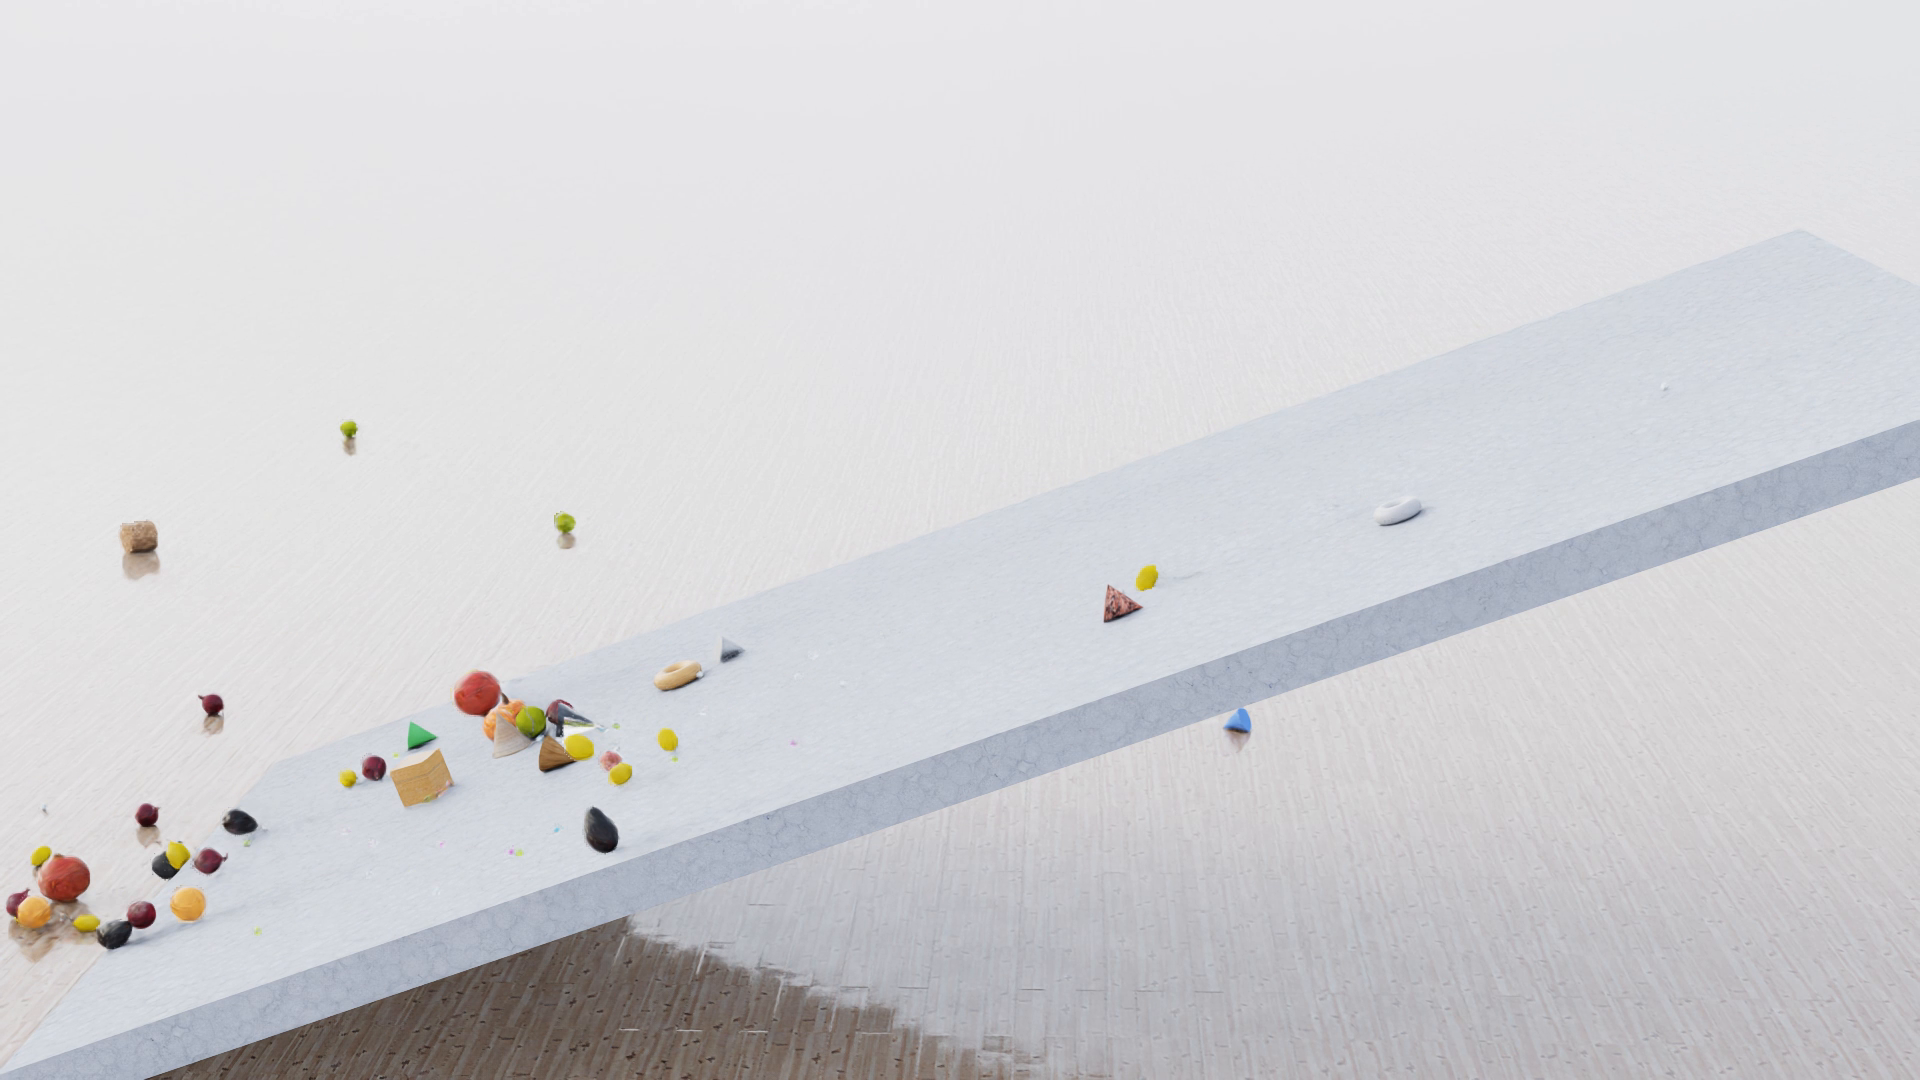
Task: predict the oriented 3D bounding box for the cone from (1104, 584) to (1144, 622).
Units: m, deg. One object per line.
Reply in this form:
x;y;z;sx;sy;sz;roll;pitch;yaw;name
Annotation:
0.325;0.129;5.812;0.076;0.076;0.076;7;13;0;cone

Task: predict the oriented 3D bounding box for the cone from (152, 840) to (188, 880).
-1.836;0.735;6.886;0.090;0.090;0.090;21;30;-13;cone

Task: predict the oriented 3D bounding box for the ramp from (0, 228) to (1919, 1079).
0.115;0.177;6.298;4.000;0.100;2.000;-19;11;6;ramp

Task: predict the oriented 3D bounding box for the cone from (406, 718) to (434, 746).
-1.285;0.470;7.049;0.070;0.070;0.070;17;8;-17;cone

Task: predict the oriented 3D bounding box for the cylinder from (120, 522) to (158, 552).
-2.852;-0.010;10.223;0.095;0.095;0.095;-10;16;-39;cylinder

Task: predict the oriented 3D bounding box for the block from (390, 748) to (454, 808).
-1.186;0.524;6.482;0.087;0.087;0.087;-16;12;20;block

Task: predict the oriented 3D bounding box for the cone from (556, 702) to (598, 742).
-0.848;0.409;6.539;0.094;0.094;0.094;5;12;-7;cone

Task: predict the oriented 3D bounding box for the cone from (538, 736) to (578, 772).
-0.851;0.465;6.302;0.079;0.079;0.079;10;15;11;cone

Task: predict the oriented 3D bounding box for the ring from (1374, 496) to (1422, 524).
0.857;-0.058;5.758;0.097;0.032;0.097;-20;10;4;ring

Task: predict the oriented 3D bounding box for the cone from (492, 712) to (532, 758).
-1.025;0.429;6.622;0.095;0.095;0.095;-20;11;4;cone

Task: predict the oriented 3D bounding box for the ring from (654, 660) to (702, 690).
-0.640;0.306;6.670;0.114;0.038;0.114;-19;12;4;ring
